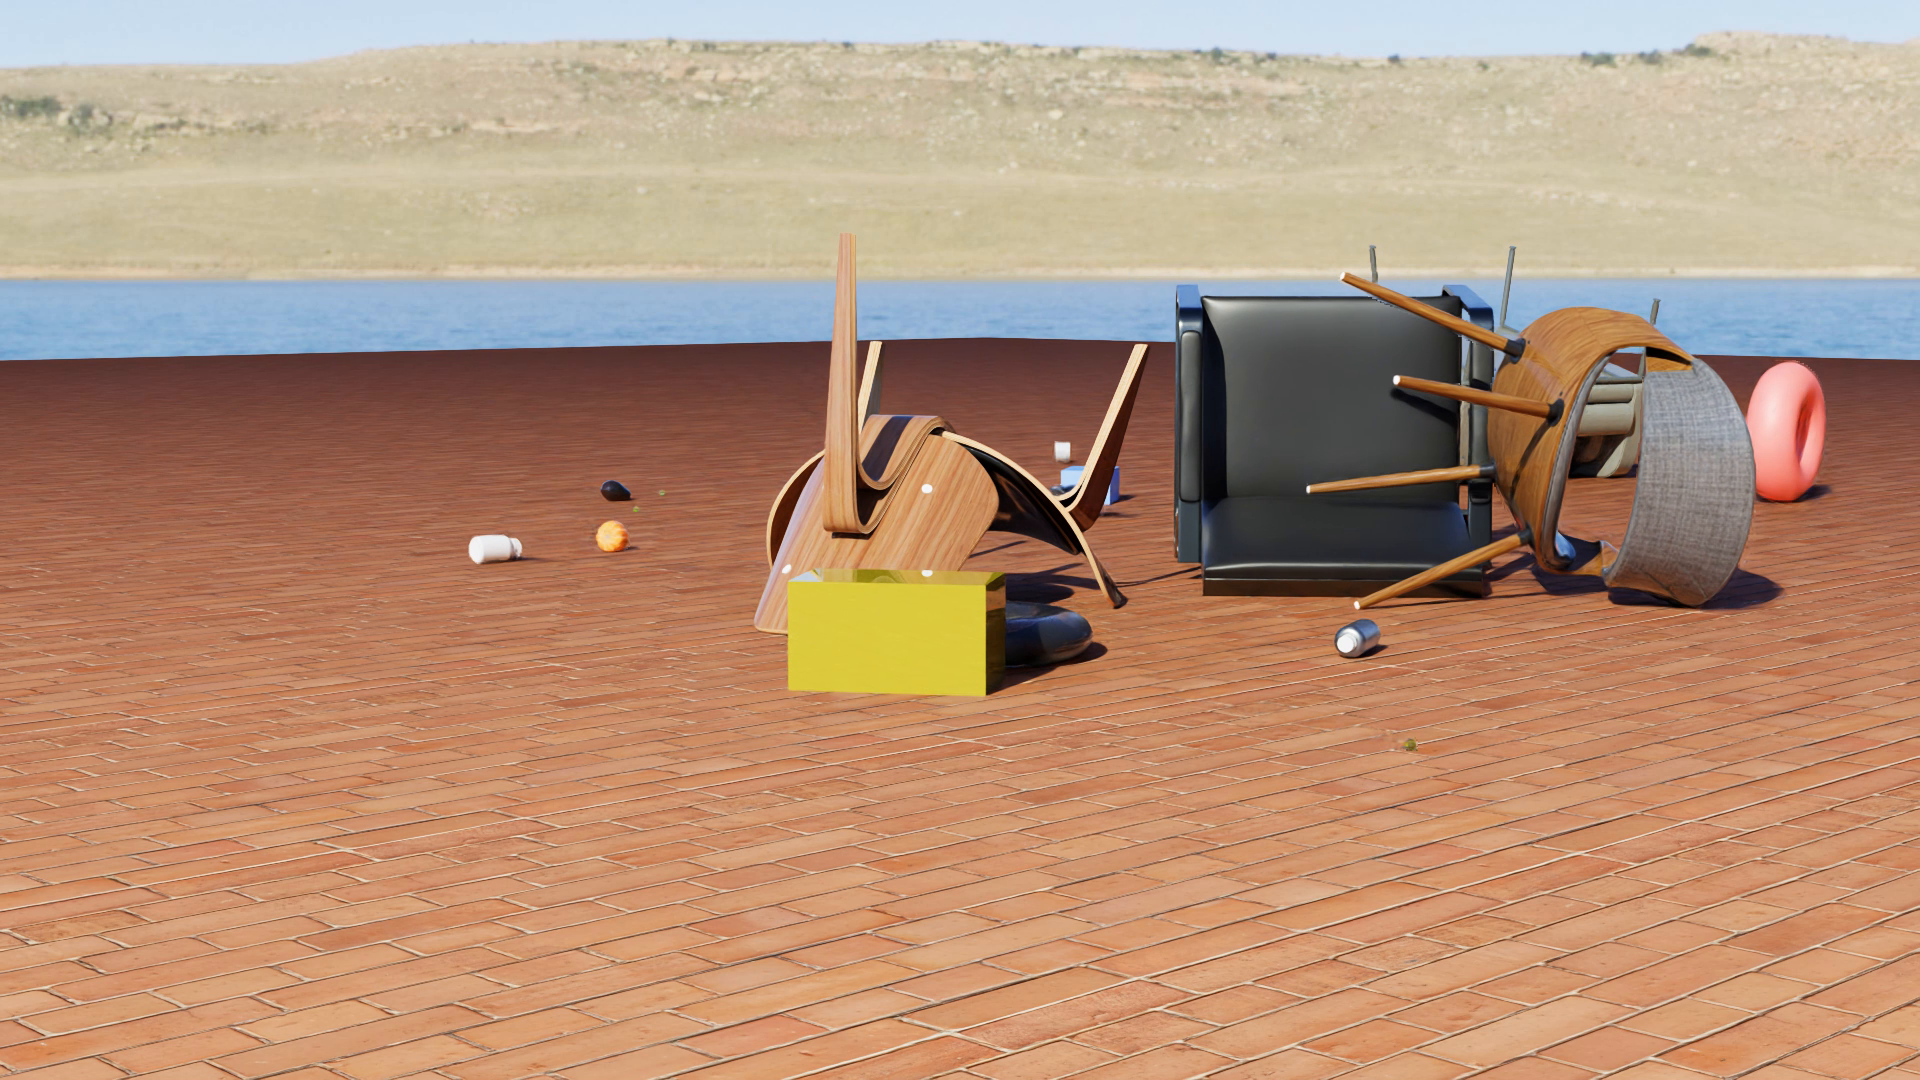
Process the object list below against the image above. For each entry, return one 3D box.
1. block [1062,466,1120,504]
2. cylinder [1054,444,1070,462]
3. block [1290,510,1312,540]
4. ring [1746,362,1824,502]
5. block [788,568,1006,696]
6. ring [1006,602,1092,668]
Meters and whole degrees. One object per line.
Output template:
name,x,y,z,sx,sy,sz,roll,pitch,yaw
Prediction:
block,0.382,-0.161,7.506,0.143,0.096,0.181,1,6,12
cylinder,0.361,-0.308,9.064,0.051,0.061,0.080,0,-33,1
block,0.859,-0.040,6.473,0.049,0.067,0.082,1,6,6
ring,2.406,-0.312,7.478,0.142,0.413,0.399,6,33,35
block,-0.100,0.146,4.139,0.319,0.175,0.184,1,6,11
ring,0.052,0.161,4.453,0.358,0.082,0.402,1,5,5
